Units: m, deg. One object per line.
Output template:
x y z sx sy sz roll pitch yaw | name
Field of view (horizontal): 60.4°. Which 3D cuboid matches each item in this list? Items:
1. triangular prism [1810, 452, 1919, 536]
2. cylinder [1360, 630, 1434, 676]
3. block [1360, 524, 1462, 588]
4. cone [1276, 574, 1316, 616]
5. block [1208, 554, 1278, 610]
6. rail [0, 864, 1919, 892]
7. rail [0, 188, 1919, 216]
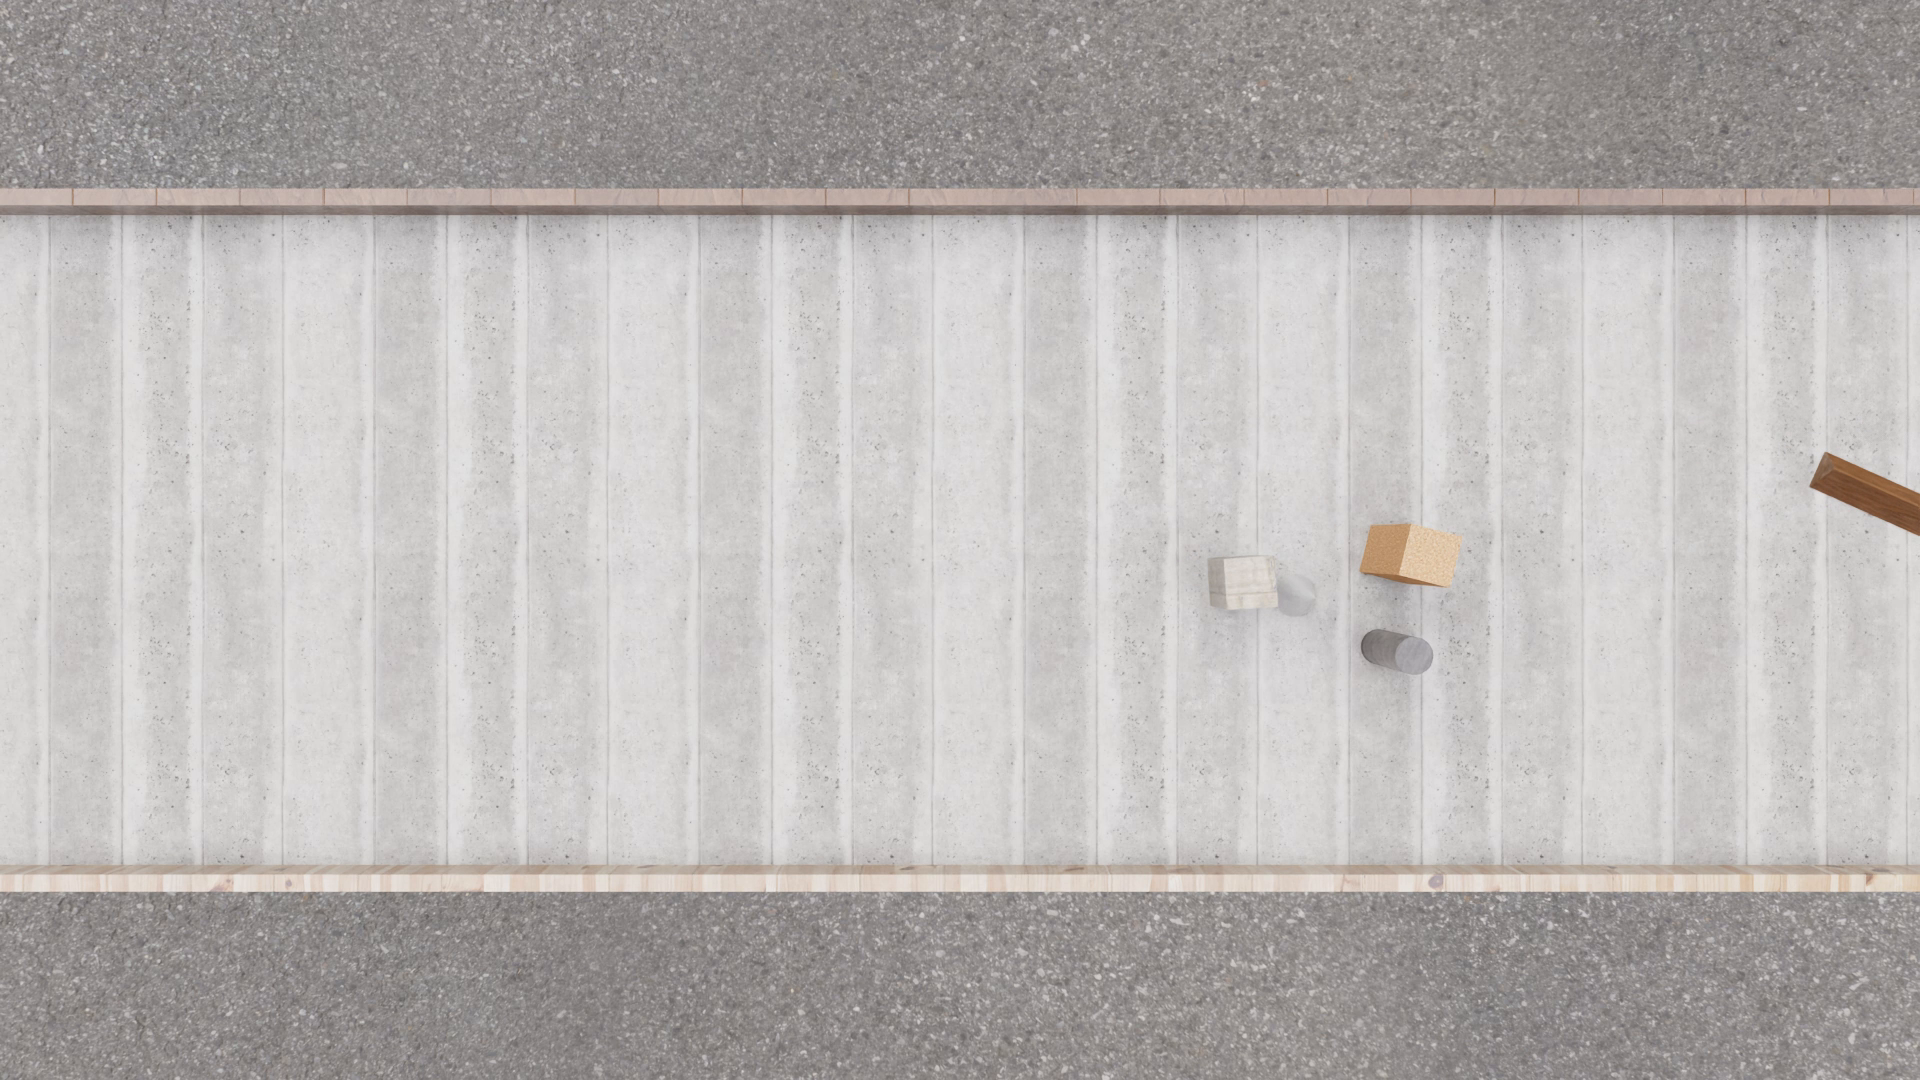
2.832 -0.130 5.023 0.428 0.101 0.117 24 90 0 | triangular prism
1.288 0.329 4.875 0.109 0.402 0.109 0 90 0 | cylinder
1.318 0.044 4.847 0.148 0.459 0.148 14 90 0 | block
1.030 0.170 4.924 0.132 0.305 0.132 0 90 0 | cone
0.839 0.124 4.915 0.147 0.323 0.147 -4 90 0 | block
-2.247 1.025 5.001 12.000 0.150 0.050 0 90 0 | rail
-2.247 -1.025 5.002 12.000 0.150 0.050 0 90 0 | rail
